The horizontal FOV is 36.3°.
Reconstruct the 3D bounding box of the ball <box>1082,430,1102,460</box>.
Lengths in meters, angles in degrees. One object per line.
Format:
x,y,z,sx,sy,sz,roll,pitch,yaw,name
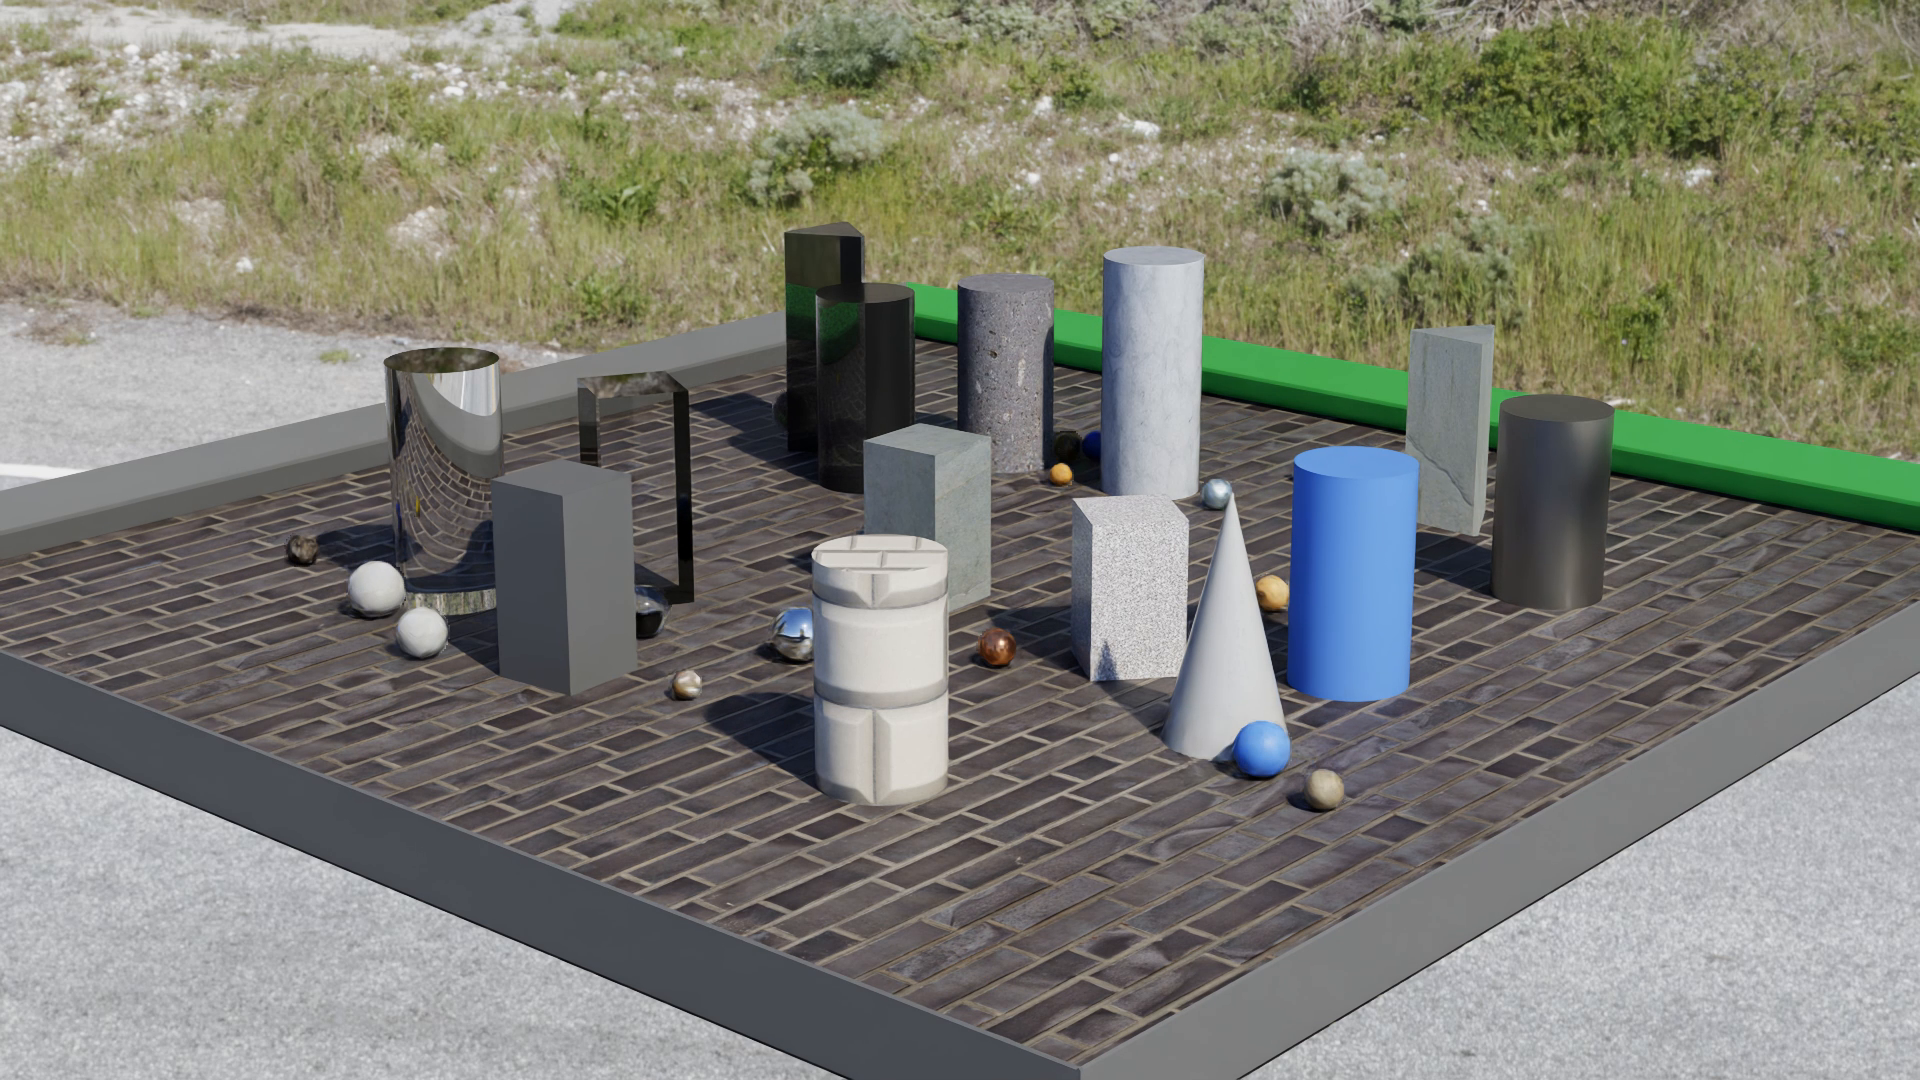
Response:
0.278,-0.193,5.984,0.060,0.060,0.060,0,17,0,ball

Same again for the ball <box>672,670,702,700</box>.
-0.431,0.228,4.613,0.046,0.046,0.046,0,17,0,ball

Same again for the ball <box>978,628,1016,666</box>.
0.061,0.175,4.762,0.061,0.061,0.061,0,17,0,ball

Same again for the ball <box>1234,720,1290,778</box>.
0.442,0.306,4.289,0.084,0.084,0.084,0,17,0,ball

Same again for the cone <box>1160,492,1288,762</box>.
0.402,0.112,4.394,0.195,0.394,0.195,0,17,0,cone

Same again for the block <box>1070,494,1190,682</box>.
0.273,0.076,4.746,0.156,0.261,0.156,-3,17,-9,block

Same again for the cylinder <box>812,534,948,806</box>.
-0.114,0.185,4.232,0.195,0.348,0.195,0,17,0,cylinder

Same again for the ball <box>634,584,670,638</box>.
-0.530,0.118,4.901,0.090,0.090,0.090,0,17,0,ball

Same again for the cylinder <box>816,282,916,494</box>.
-0.185,-0.301,5.784,0.195,0.382,0.195,0,17,0,cylinder

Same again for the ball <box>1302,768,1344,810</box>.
0.517,0.355,4.170,0.059,0.059,0.059,0,17,0,ball

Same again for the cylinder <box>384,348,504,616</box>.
-0.883,-0.103,5.053,0.195,0.425,0.195,0,17,0,cylinder

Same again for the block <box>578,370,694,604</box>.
-0.562,-0.086,5.080,0.156,0.378,0.156,-6,18,-20,block

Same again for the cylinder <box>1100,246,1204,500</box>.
0.374,-0.326,5.724,0.195,0.465,0.195,0,17,0,cylinder

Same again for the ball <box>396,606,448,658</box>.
-0.882,0.151,4.802,0.084,0.084,0.084,0,17,0,ball

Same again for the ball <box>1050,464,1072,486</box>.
0.199,-0.129,5.799,0.045,0.045,0.045,0,17,0,ball

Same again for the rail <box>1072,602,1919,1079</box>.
1.074,0.301,4.227,0.045,0.127,2.939,14,22,39,rail

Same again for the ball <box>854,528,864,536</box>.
-0.159,0.012,5.277,0.076,0.076,0.076,0,17,0,ball

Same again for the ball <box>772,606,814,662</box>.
-0.261,0.153,4.782,0.092,0.092,0.092,0,17,0,ball

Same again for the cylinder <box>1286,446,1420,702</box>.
0.621,0.052,4.647,0.195,0.363,0.195,0,17,0,cylinder

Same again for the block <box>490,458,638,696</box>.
-0.632,0.057,4.688,0.156,0.329,0.156,12,21,35,block

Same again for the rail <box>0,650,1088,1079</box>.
-0.948,0.347,4.075,2.893,0.127,0.045,14,22,39,rail

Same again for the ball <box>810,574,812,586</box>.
-0.242,0.070,5.141,0.043,0.043,0.043,0,17,0,ball

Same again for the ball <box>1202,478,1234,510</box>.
0.495,-0.088,5.636,0.061,0.061,0.061,0,17,0,ball

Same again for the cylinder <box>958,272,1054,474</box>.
0.092,-0.339,5.933,0.195,0.370,0.195,0,17,0,cylinder

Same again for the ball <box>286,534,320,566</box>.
-1.186,0.018,5.290,0.057,0.057,0.057,0,17,0,ball

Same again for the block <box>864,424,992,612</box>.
-0.056,-0.036,5.073,0.156,0.286,0.156,13,21,36,block

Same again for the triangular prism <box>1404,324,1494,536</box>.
0.953,-0.215,5.526,0.169,0.367,0.146,16,23,42,triangular prism

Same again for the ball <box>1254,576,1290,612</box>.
0.534,0.092,5.034,0.063,0.063,0.063,0,17,0,ball

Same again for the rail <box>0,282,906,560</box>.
-1.074,-0.238,6.013,0.045,0.127,2.939,14,22,39,rail

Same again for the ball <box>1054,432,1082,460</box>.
0.219,-0.191,5.985,0.057,0.057,0.057,0,17,0,ball

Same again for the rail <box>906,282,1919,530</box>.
0.948,-0.283,6.165,2.893,0.127,0.045,14,22,39,rail

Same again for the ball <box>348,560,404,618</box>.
-0.997,0.084,5.004,0.096,0.096,0.096,0,17,0,ball

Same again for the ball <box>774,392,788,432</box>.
-0.345,-0.271,6.180,0.098,0.098,0.098,0,17,0,ball

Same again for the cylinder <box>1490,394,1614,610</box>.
1.027,-0.067,5.093,0.195,0.334,0.195,0,17,0,cylinder

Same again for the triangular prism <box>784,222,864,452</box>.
-0.256,-0.418,6.046,0.169,0.456,0.146,5,17,15,triangular prism
